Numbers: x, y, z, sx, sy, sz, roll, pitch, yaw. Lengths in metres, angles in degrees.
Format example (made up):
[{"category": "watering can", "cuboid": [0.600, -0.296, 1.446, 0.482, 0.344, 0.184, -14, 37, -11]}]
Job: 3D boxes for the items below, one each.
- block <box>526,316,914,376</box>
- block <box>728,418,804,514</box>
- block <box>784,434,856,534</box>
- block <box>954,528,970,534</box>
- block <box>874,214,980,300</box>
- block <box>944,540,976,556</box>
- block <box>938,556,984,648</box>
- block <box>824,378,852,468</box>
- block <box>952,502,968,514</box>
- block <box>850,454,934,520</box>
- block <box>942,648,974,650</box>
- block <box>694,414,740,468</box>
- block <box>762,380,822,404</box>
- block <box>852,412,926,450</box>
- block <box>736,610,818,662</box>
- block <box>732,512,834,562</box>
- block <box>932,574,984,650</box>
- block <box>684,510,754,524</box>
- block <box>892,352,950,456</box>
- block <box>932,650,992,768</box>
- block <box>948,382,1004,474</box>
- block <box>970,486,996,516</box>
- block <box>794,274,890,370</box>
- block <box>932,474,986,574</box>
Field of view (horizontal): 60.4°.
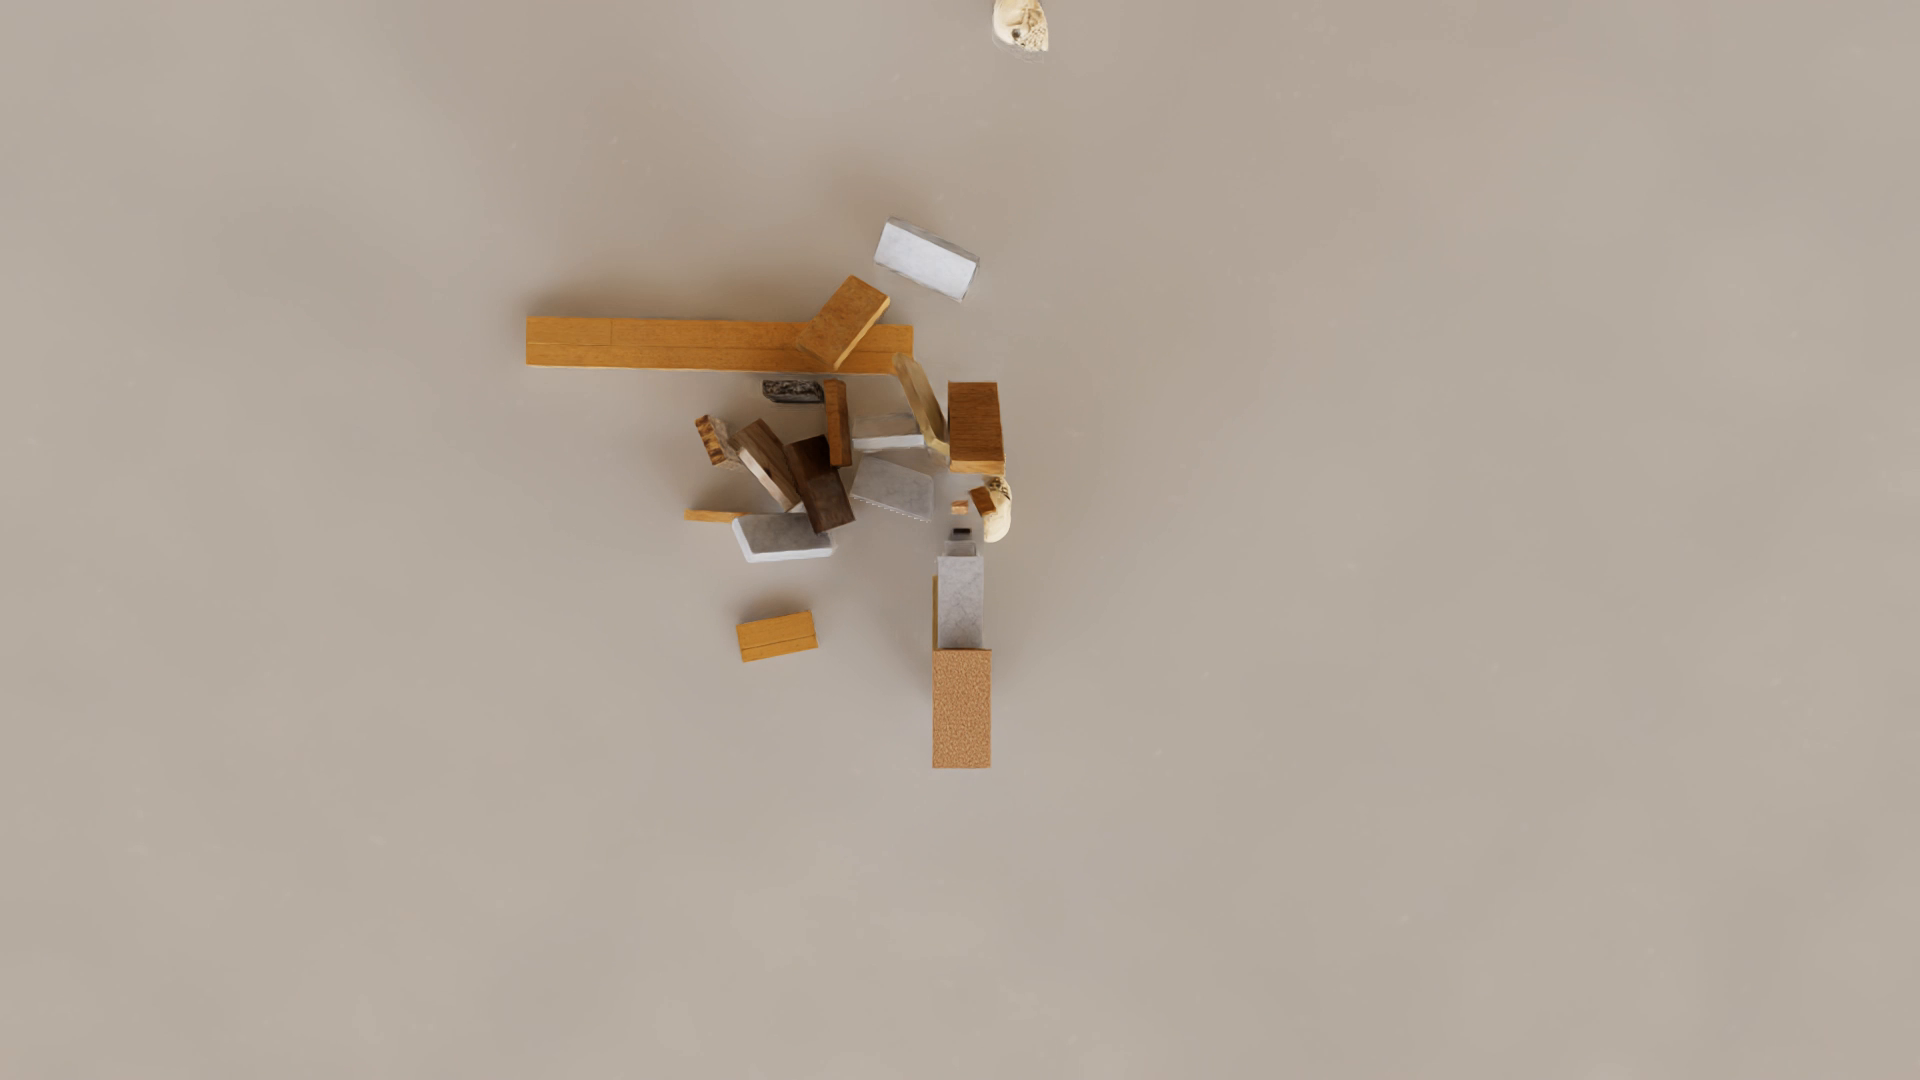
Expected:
[{"category": "block", "cuboid": [-0.796, -0.644, 5.477, 1.279, 0.046, 0.161, 1, 90, 0]}, {"category": "block", "cuboid": [-0.613, -0.246, 5.428, 0.305, 0.153, 0.043, 50, 130, 0]}, {"category": "block", "cuboid": [-0.462, -0.184, 5.429, 0.043, 0.153, 0.305, -20, 90, 43]}, {"category": "block", "cuboid": [0.004, -0.025, 4.866, 0.048, 0.096, 0.014, -1, 89, 0]}, {"category": "block", "cuboid": [-0.110, -0.927, 5.426, 0.322, 0.046, 0.161, 25, 135, 0]}, {"category": "block", "cuboid": [0.001, 0.090, 4.701, 0.087, 0.025, 0.174, 0, 90, 0]}, {"category": "block", "cuboid": [0.002, 0.167, 4.418, 0.122, 0.035, 0.245, 0, 90, 0]}, {"category": "block", "cuboid": [-0.401, -0.384, 5.428, 0.040, 0.140, 0.281, -5, 90, 9]}, {"category": "block", "cuboid": [0.001, -0.095, 4.866, 0.048, 0.096, 0.014, -1, 77, 0]}, {"category": "block", "cuboid": [-0.210, -0.176, 5.481, 0.281, 0.040, 0.140, 18, 91, 0]}, {"category": "block", "cuboid": [-0.004, 0.268, 4.693, 0.091, 0.026, 0.182, 0, 90, 0]}, {"category": "block", "cuboid": [-0.784, -0.316, 5.344, 0.044, 0.311, 0.155, -23, 90, 1]}, {"category": "block", "cuboid": [-0.539, -0.479, 5.339, 0.161, 0.322, 0.046, 0, 90, 0]}, {"category": "block", "cuboid": [-0.211, -0.364, 5.432, 0.281, 0.140, 0.040, -4, 127, 0]}, {"category": "block", "cuboid": [-0.607, 0.321, 5.482, 0.252, 0.036, 0.126, -11, 90, 0]}, {"category": "block", "cuboid": [-0.575, -0.012, 5.349, 0.305, 0.043, 0.153, -5, 55, -37]}, {"category": "block", "cuboid": [-0.005, 0.257, 4.909, 0.154, 0.044, 0.308, 0, 90, 0]}, {"category": "block", "cuboid": [-0.773, -0.074, 5.437, 0.252, 0.126, 0.036, 4, 90, 0]}, {"category": "block", "cuboid": [-0.110, -0.417, 5.056, 0.036, 0.126, 0.336, -34, 61, 20]}, {"category": "block", "cuboid": [0.005, 0.444, 4.349, 0.154, 0.044, 0.309, 0, 90, 0]}, {"category": "block", "cuboid": [0.044, -0.345, 5.006, 0.155, 0.456, 0.044, 1, 125, -3]}, {"category": "block", "cuboid": [0.066, -0.114, 4.814, 0.048, 0.014, 0.096, -15, 51, -14]}, {"category": "block", "cuboid": [-0.386, -0.715, 5.411, 0.155, 0.044, 0.311, 32, 70, 13]}, {"category": "block", "cuboid": [-0.003, -0.051, 4.936, 0.149, 0.042, 0.298, -1, 90, 0]}]
